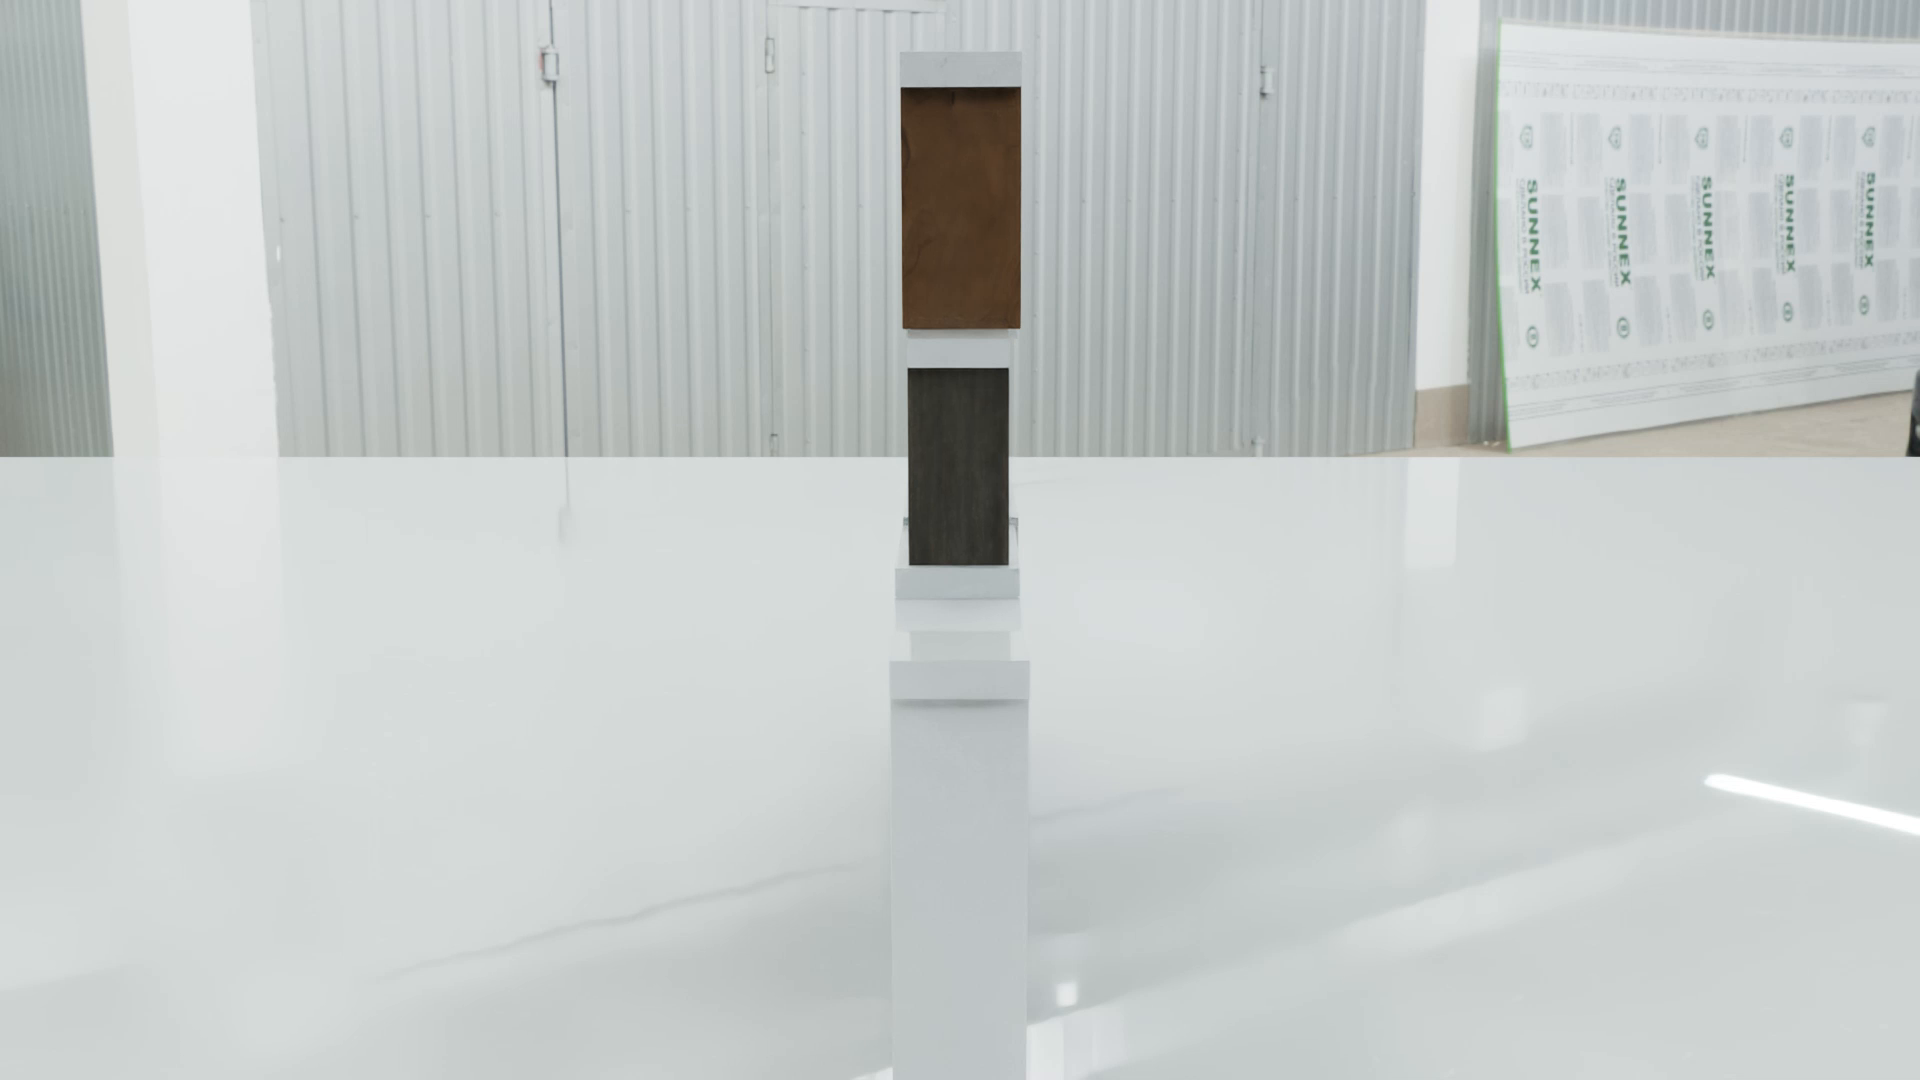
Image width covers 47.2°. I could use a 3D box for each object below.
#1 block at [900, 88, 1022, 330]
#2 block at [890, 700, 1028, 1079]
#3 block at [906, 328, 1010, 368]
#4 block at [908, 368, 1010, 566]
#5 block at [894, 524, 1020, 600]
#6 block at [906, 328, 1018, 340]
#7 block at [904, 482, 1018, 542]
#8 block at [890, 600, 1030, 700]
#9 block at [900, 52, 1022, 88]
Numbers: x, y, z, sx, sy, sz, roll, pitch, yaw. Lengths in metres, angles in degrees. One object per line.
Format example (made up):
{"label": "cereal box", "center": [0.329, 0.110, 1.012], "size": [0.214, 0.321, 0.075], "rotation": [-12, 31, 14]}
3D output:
{"label": "block", "center": [0.002, -0.444, 2.944], "size": [0.159, 0.318, 0.045], "rotation": [0, 10, 0]}
{"label": "block", "center": [-0.001, 0.471, 2.666], "size": [0.163, 0.601, 0.046], "rotation": [0, 11, 0]}
{"label": "block", "center": [-0.002, -0.263, 2.941], "size": [0.131, 0.037, 0.263], "rotation": [0, 10, 0]}
{"label": "block", "center": [-0.002, -0.099, 2.882], "size": [0.131, 0.263, 0.037], "rotation": [0, 10, 0]}
{"label": "block", "center": [-0.002, 0.030, 3.033], "size": [0.163, 0.046, 0.326], "rotation": [0, 10, 0]}
{"label": "block", "center": [0.003, -0.466, 3.156], "size": [0.159, 0.352, 0.045], "rotation": [0, 10, 1]}
{"label": "block", "center": [0.001, -0.040, 3.359], "size": [0.167, 0.047, 0.335], "rotation": [0, 11, 0]}
{"label": "block", "center": [-0.002, 0.132, 2.712], "size": [0.163, 0.046, 0.326], "rotation": [0, 11, 0]}
{"label": "block", "center": [0.002, -0.641, 3.016], "size": [0.159, 0.045, 0.318], "rotation": [0, 11, 0]}
